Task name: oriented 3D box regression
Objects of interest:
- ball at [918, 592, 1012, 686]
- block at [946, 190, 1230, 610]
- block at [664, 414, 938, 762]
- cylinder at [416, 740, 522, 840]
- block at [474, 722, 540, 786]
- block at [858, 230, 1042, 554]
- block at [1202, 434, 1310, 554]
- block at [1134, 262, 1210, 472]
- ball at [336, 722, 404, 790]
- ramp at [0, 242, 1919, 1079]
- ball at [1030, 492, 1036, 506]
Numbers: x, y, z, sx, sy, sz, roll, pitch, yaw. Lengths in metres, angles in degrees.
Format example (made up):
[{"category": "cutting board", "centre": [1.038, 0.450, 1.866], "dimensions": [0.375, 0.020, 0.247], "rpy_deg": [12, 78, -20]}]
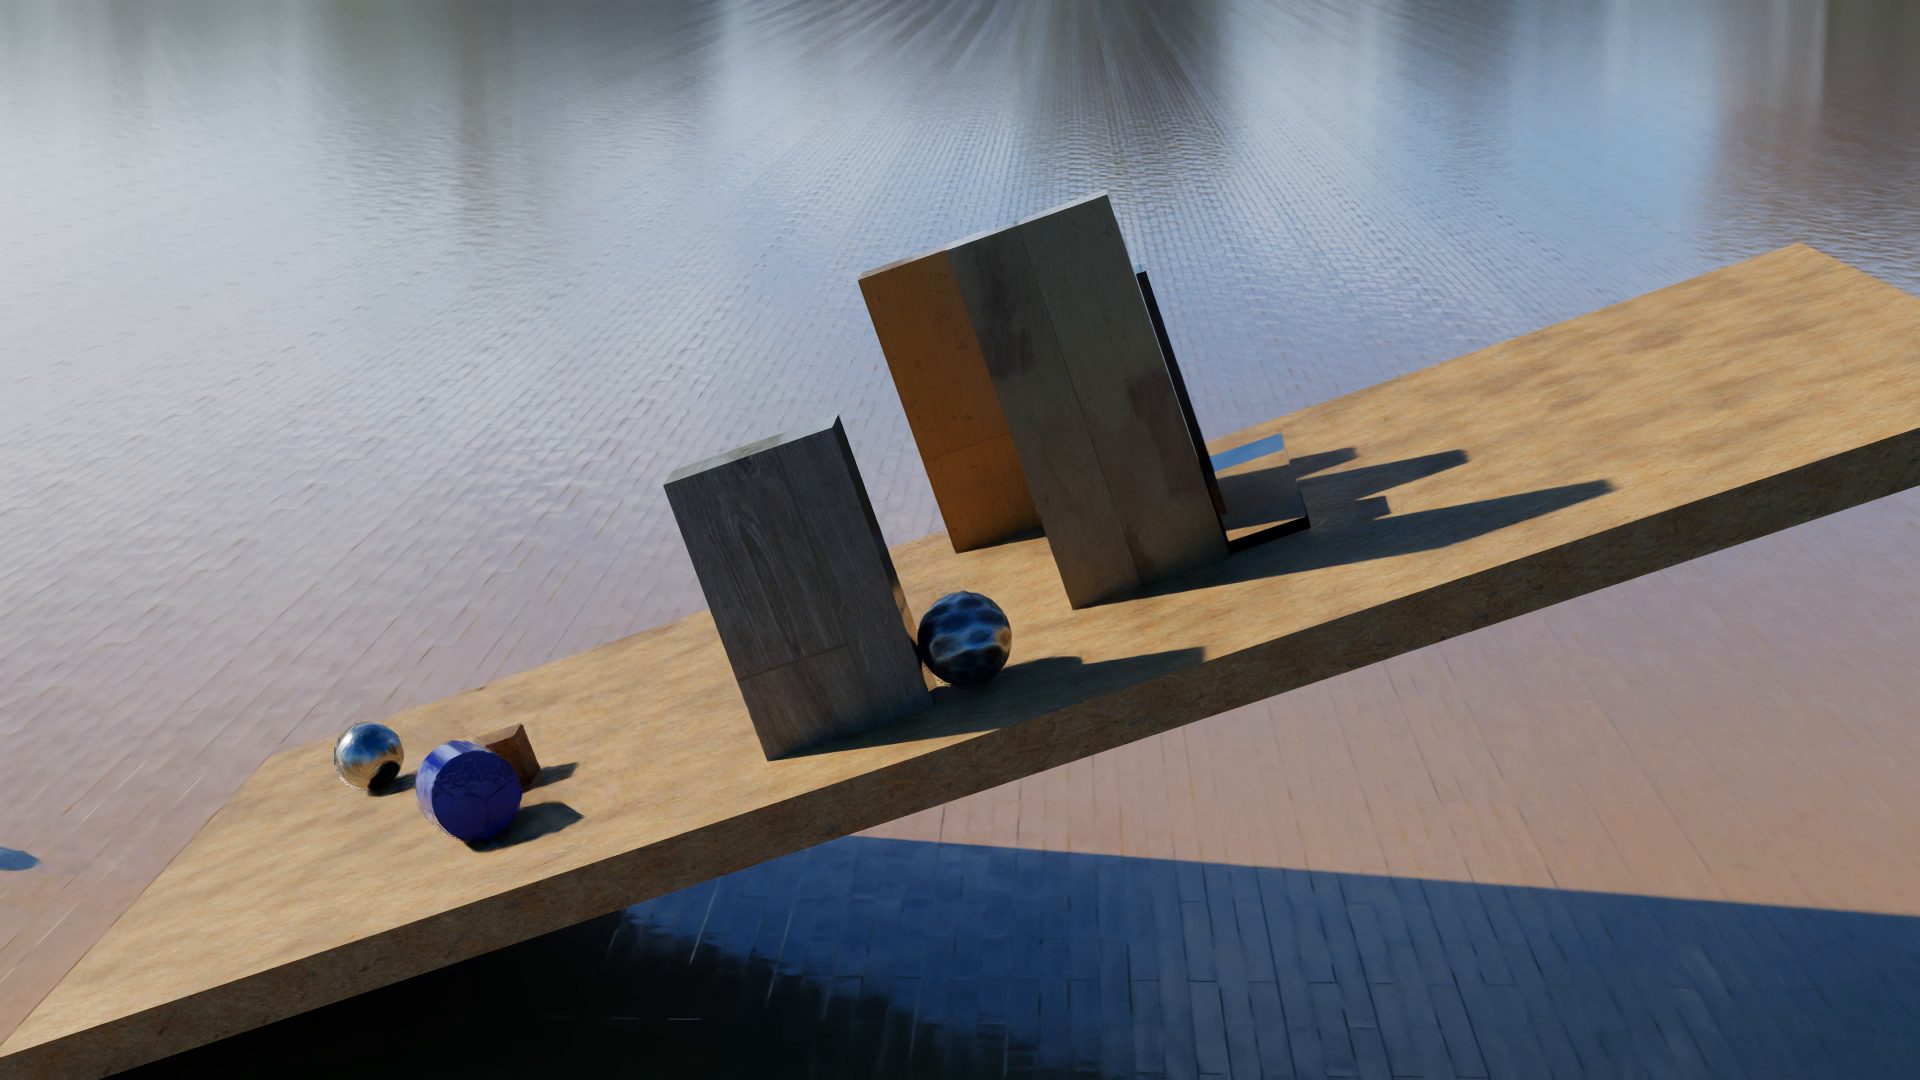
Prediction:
[{"category": "ball", "centre": [0.009, 0.191, 5.676], "dimensions": [0.183, 0.183, 0.183], "rpy_deg": [0, 12, 0]}, {"category": "block", "centre": [0.263, -0.282, 5.964], "dimensions": [0.339, 0.779, 0.114], "rpy_deg": [-19, 11, 6]}, {"category": "block", "centre": [-0.303, 0.092, 5.669], "dimensions": [0.341, 0.575, 0.146], "rpy_deg": [-19, 11, 6]}, {"category": "cylinder", "centre": [-0.988, 0.502, 5.905], "dimensions": [0.180, 0.180, 0.180], "rpy_deg": [-5, 5, -20]}, {"category": "block", "centre": [-0.969, 0.467, 6.237], "dimensions": [0.107, 0.107, 0.107], "rpy_deg": [-19, 11, 5]}, {"category": "block", "centre": [0.027, -0.349, 6.940], "dimensions": [0.315, 0.688, 0.134], "rpy_deg": [-19, 11, 6]}, {"category": "block", "centre": [0.609, -0.097, 6.056], "dimensions": [0.172, 0.172, 0.172], "rpy_deg": [-18, 11, 8]}, {"category": "block", "centre": [0.368, -0.298, 6.460], "dimensions": [0.266, 0.550, 0.144], "rpy_deg": [-19, 11, 6]}, {"category": "ball", "centre": [-1.336, 0.489, 6.659], "dimensions": [0.150, 0.150, 0.150], "rpy_deg": [0, 12, 0]}, {"category": "ramp", "centre": [0.110, 0.179, 6.302], "dimensions": [4.000, 0.100, 2.000], "rpy_deg": [-19, 11, 6]}, {"category": "ball", "centre": [0.230, -0.114, 6.821], "dimensions": [0.135, 0.135, 0.135], "rpy_deg": [0, 12, 0]}]
